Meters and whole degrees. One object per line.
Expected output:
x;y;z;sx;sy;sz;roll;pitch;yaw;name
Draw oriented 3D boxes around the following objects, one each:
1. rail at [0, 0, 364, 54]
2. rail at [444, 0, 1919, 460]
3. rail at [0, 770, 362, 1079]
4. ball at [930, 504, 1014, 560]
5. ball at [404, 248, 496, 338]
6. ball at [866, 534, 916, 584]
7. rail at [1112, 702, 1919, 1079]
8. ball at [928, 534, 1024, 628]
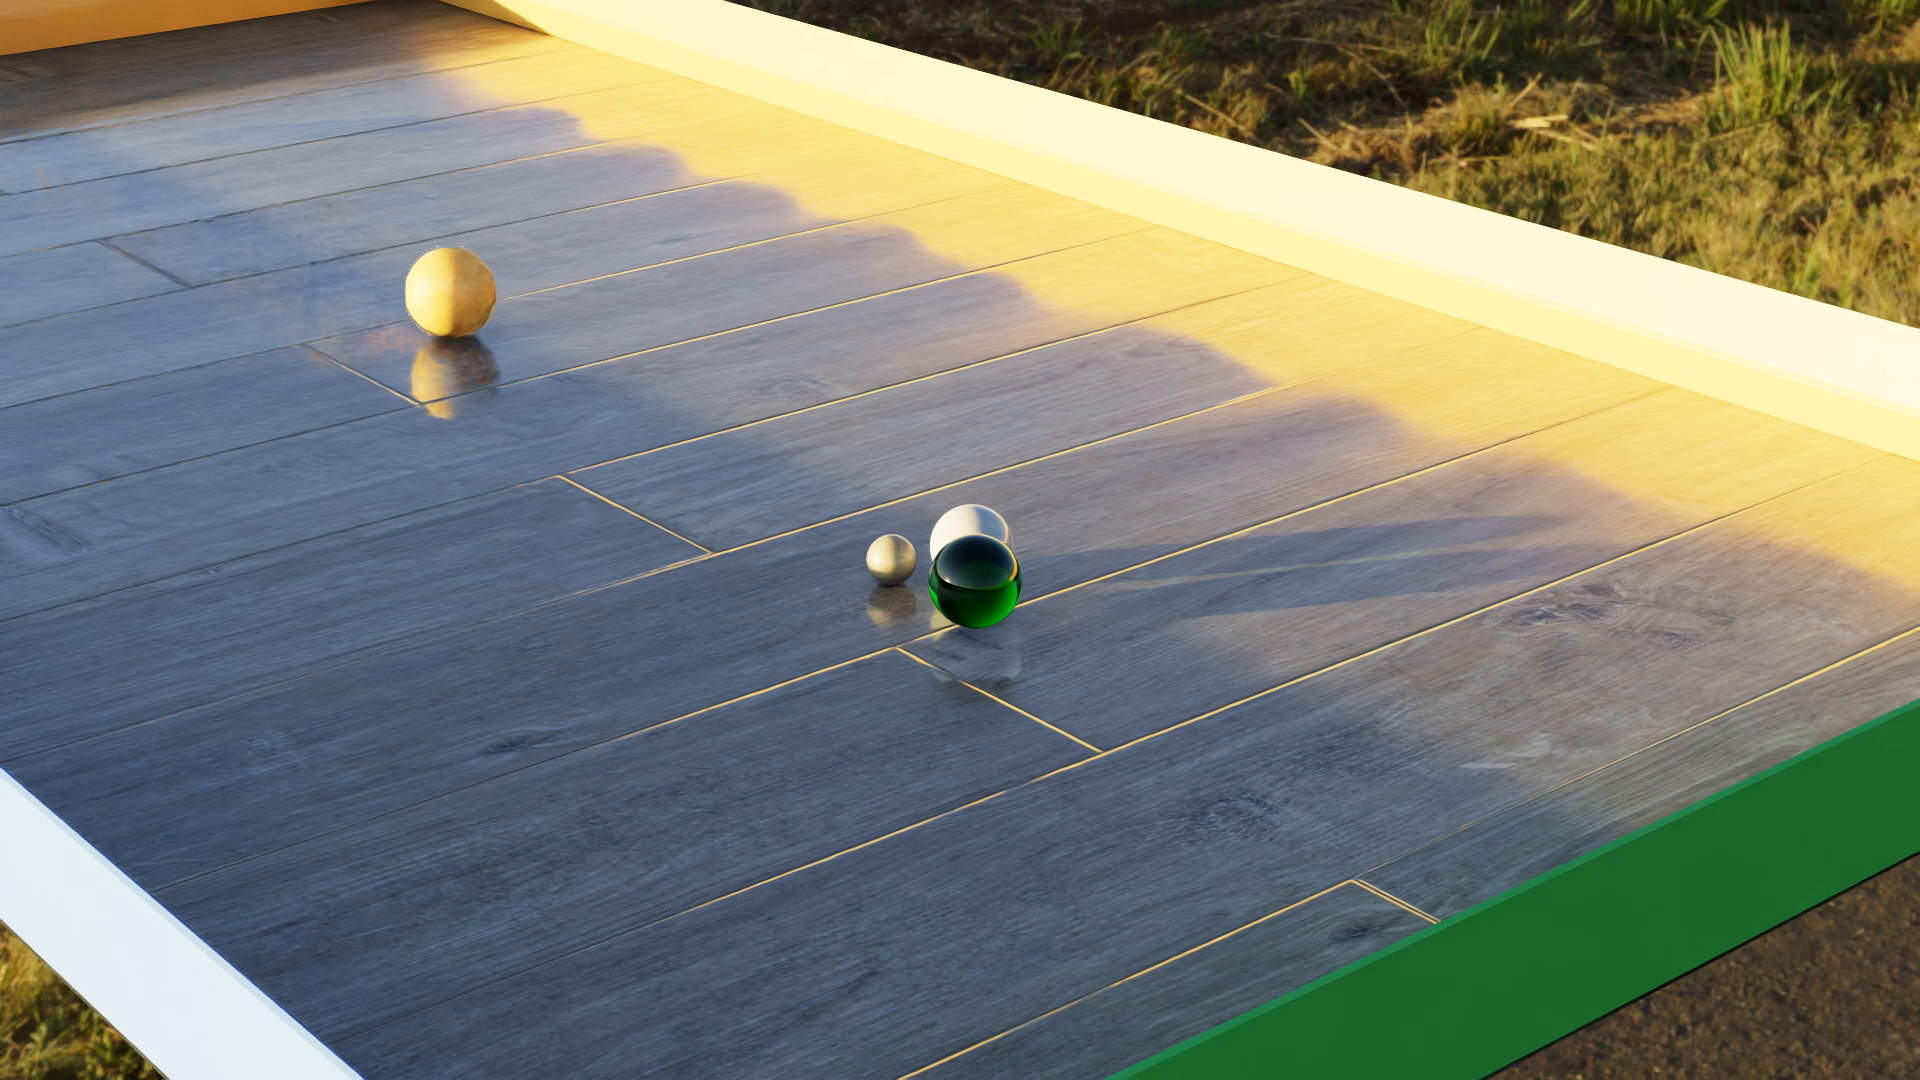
-1.523;-0.723;4.181;1.732;0.123;0.045;-17;28;-36;rail
0.137;-0.464;3.541;0.045;0.123;3.225;-17;28;-36;rail
-1.163;-0.061;2.548;0.045;0.123;3.225;-17;28;-36;rail
0.010;0.005;2.457;0.070;0.070;0.070;0;22;0;ball
-0.532;-0.259;3.075;0.095;0.095;0.095;0;22;0;ball
-0.057;0.016;2.467;0.042;0.042;0.042;0;22;0;ball
0.498;0.198;1.908;1.732;0.123;0.045;-17;28;-36;rail
0.013;0.033;2.379;0.077;0.077;0.077;0;22;0;ball
